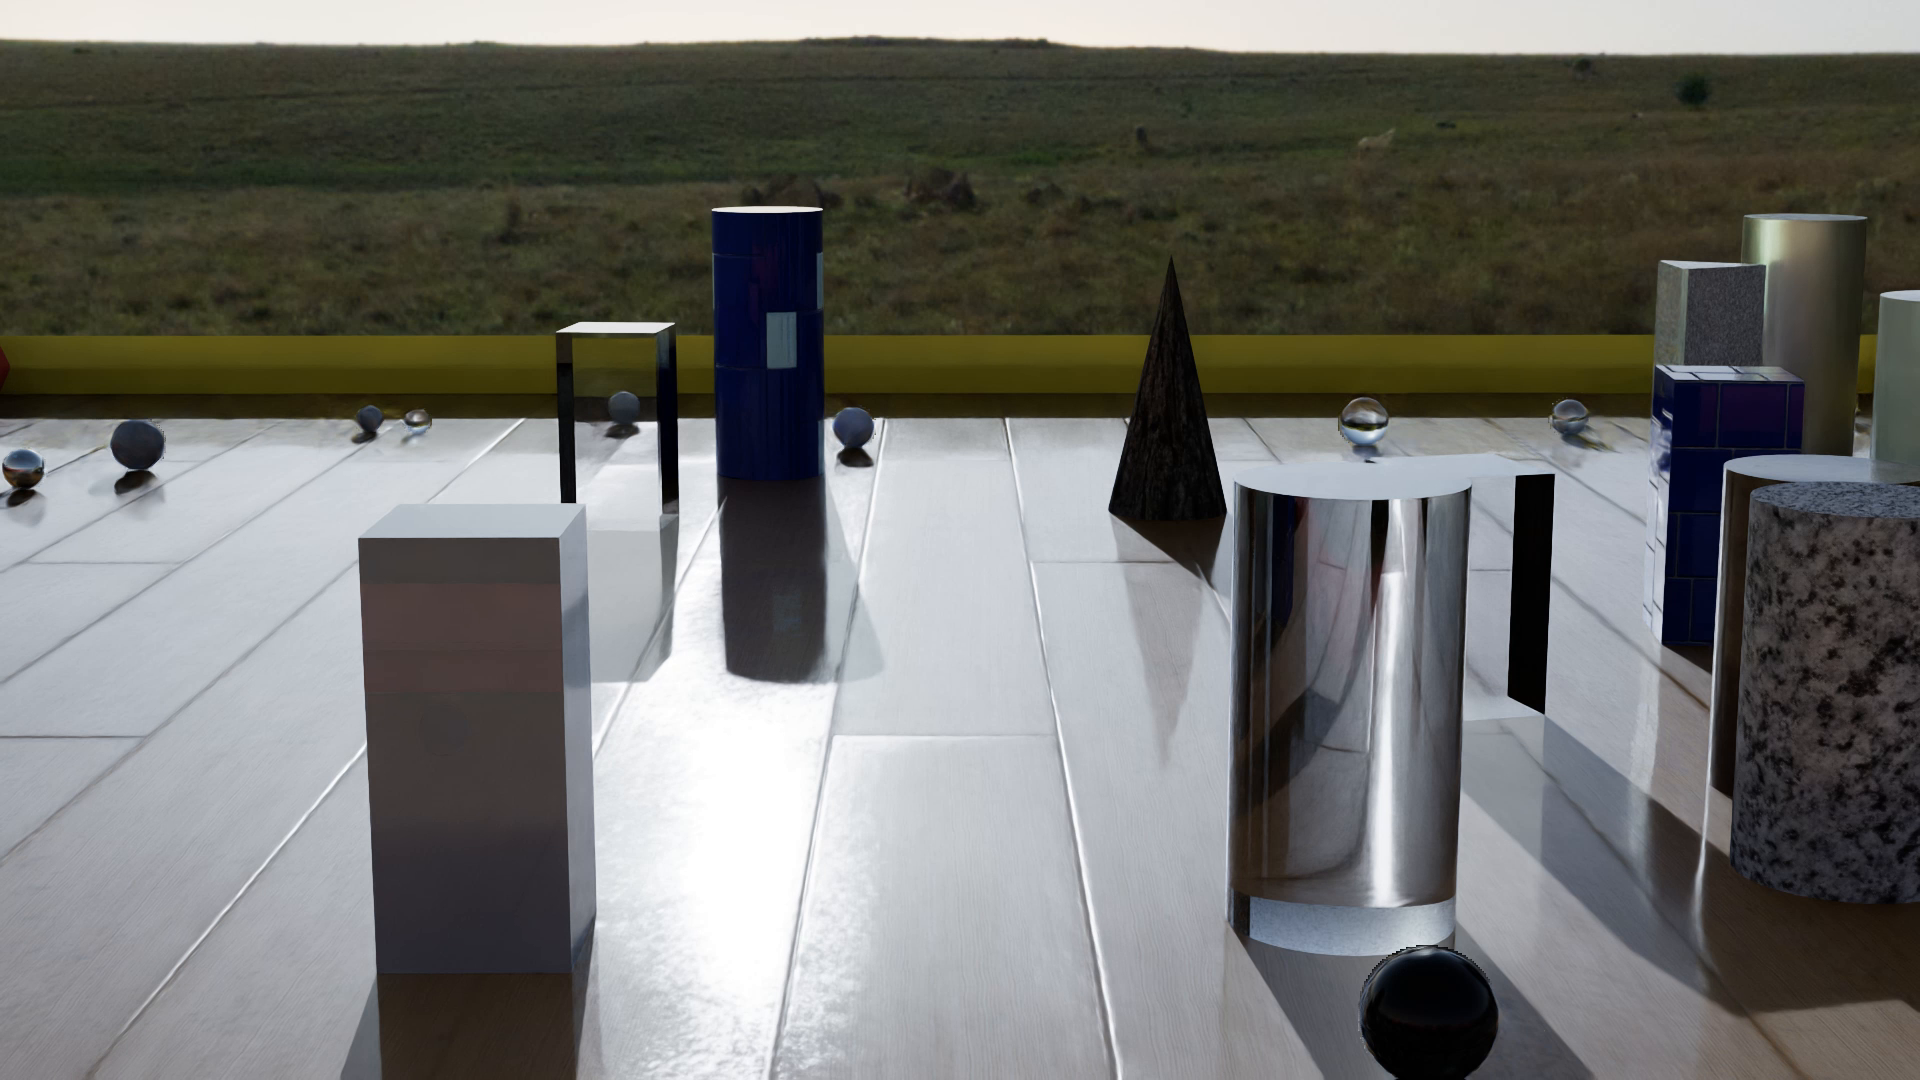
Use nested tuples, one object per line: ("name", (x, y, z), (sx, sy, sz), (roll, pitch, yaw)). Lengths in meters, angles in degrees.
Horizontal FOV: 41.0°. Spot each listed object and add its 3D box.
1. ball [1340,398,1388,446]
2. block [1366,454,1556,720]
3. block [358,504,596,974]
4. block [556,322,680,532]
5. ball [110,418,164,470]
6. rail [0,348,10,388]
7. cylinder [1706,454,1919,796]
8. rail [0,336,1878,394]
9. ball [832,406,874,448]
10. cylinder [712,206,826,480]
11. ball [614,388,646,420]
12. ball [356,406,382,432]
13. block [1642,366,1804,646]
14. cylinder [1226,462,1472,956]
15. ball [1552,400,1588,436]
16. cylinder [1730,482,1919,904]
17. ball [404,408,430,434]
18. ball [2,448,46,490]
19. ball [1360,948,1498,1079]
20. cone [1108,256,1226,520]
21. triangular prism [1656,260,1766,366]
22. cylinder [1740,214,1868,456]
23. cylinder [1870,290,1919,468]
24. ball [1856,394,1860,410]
("ball", (0.783, -0.229, 4.966), (0.094, 0.094, 0.094), (0, 10, 0))
("block", (0.567, 0.052, 2.942), (0.158, 0.278, 0.158), (-3, 11, -15))
("block", (-0.396, 0.161, 2.130), (0.158, 0.360, 0.158), (0, 10, -1))
("block", (-0.547, -0.184, 4.115), (0.158, 0.315, 0.158), (1, 11, 5))
("ball", (-1.496, -0.174, 4.668), (0.093, 0.093, 0.093), (0, 10, 0))
("rail", (-2.121, 0.035, 3.437), (0.045, 0.128, 4.704), (0, 10, 0))
("cylinder", (0.868, 0.090, 2.600), (0.198, 0.327, 0.198), (0, 10, 0))
("rail", (-0.013, -0.391, 5.738), (4.290, 0.128, 0.045), (0, 10, 0))
("ball", (-0.205, -0.217, 4.937), (0.080, 0.080, 0.080), (0, 10, 0))
("cylinder", (-0.343, -0.356, 4.608), (0.198, 0.473, 0.198), (0, 10, 0))
("ball", (-0.683, -0.281, 5.320), (0.067, 0.067, 0.067), (0, 10, 0))
("ball", (-1.187, -0.244, 5.158), (0.053, 0.053, 0.053), (0, 10, 0))
("block", (0.981, -0.046, 3.306), (0.158, 0.339, 0.158), (1, 11, 6))
("cylinder", (0.329, 0.138, 2.187), (0.198, 0.383, 0.198), (0, 10, 0))
("ball", (1.211, -0.243, 5.097), (0.073, 0.073, 0.073), (0, 10, 0))
("cylinder", (0.809, 0.133, 2.323), (0.198, 0.344, 0.198), (0, 10, 0))
("ball", (-1.084, -0.237, 5.127), (0.051, 0.051, 0.051), (0, 10, 0))
("ball", (-1.626, -0.123, 4.457), (0.071, 0.071, 0.071), (0, 10, 0))
("ball", (0.339, 0.344, 1.854), (0.099, 0.099, 0.099), (0, 10, 0))
("cone", (0.344, -0.258, 4.215), (0.198, 0.423, 0.198), (0, 10, 0))
("triangular prism", (1.183, -0.245, 4.179), (0.171, 0.410, 0.148), (-5, 12, -27))
("cylinder", (1.411, -0.305, 4.325), (0.198, 0.476, 0.198), (0, 10, 0))
("cylinder", (1.234, -0.079, 3.190), (0.198, 0.446, 0.198), (0, 10, 0))
("ball", (1.823, -0.284, 5.314), (0.075, 0.075, 0.075), (0, 10, 0))
